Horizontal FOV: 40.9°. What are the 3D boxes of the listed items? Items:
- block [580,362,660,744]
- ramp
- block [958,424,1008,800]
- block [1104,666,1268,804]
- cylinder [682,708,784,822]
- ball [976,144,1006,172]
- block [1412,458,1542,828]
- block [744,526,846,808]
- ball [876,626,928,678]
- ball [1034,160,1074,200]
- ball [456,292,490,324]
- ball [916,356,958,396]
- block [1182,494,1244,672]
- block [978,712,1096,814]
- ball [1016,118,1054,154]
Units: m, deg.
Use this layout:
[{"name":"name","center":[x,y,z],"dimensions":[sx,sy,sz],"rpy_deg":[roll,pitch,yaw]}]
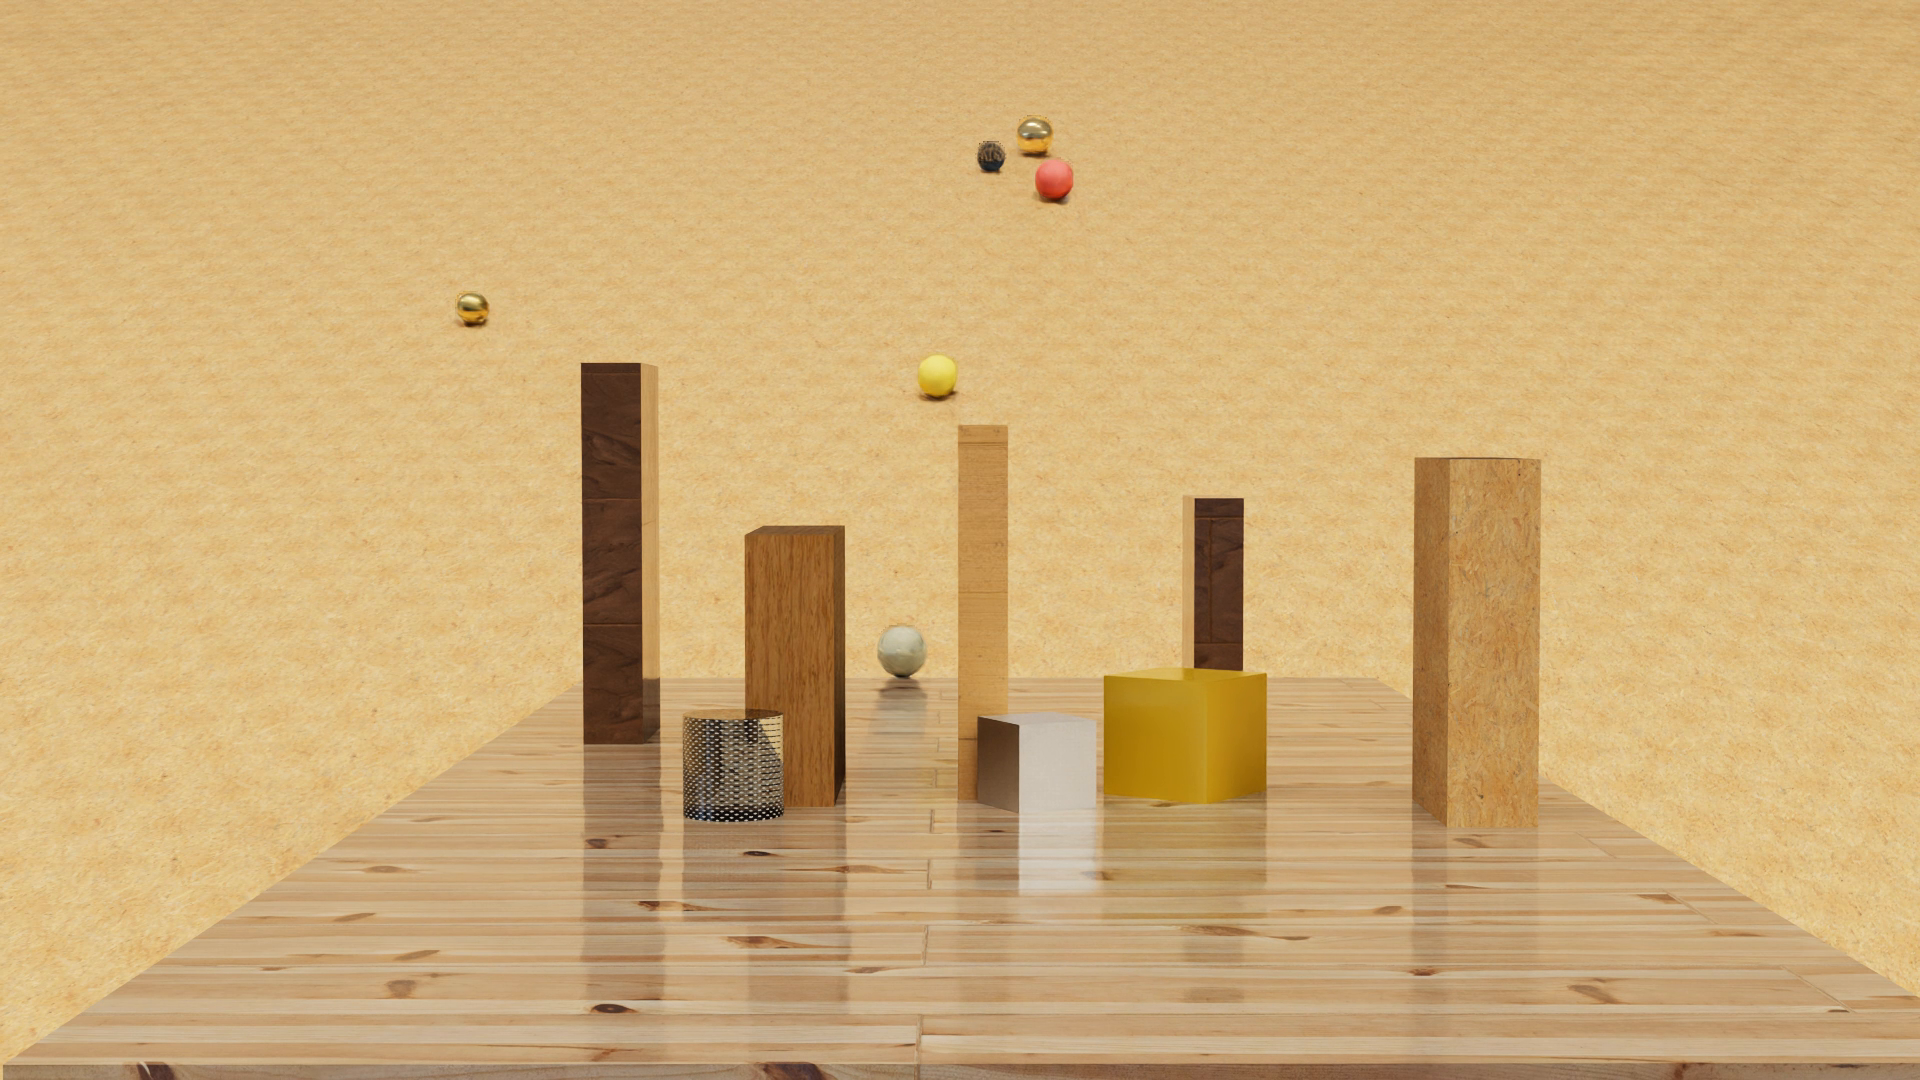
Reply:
[{"name":"block","center":[-0.692,0.022,5.268],"dimensions":[0.119,0.761,0.300],"rpy_deg":[0,2,0]},{"name":"ramp","center":[0.053,0.483,4.539],"dimensions":[2.000,0.100,4.000],"rpy_deg":[0,2,0]},{"name":"block","center":[0.039,0.114,4.565],"dimensions":[0.084,0.635,0.444],"rpy_deg":[0,2,0]},{"name":"block","center":[0.390,0.334,4.448],"dimensions":[0.205,0.205,0.205],"rpy_deg":[2,3,36]},{"name":"cylinder","center":[-0.369,0.365,4.193],"dimensions":[0.164,0.164,0.164],"rpy_deg":[0,2,0]},{"name":"ball","center":[0.137,-1.692,11.389],"dimensions":[0.126,0.126,0.126],"rpy_deg":[0,23,0]},{"name":"block","center":[0.839,0.157,4.198],"dimensions":[0.143,0.579,0.311],"rpy_deg":[0,2,0]},{"name":"block","center":[-0.283,0.209,4.487],"dimensions":[0.148,0.453,0.437],"rpy_deg":[0,2,0]},{"name":"ball","center":[-0.147,0.284,6.540],"dimensions":[0.131,0.131,0.131],"rpy_deg":[0,23,0]},{"name":"ball","center":[0.401,-1.536,10.968],"dimensions":[0.169,0.169,0.169],"rpy_deg":[0,23,0]},{"name":"ball","center":[-1.784,-0.849,9.426],"dimensions":[0.117,0.117,0.117],"rpy_deg":[0,23,0]},{"name":"ball","center":[-0.076,-0.555,8.707],"dimensions":[0.141,0.141,0.141],"rpy_deg":[0,23,0]},{"name":"block","center":[0.512,0.157,5.232],"dimensions":[0.098,0.492,0.264],"rpy_deg":[0,2,0]},{"name":"block","center":[0.127,0.370,4.295],"dimensions":[0.146,0.146,0.146],"rpy_deg":[-1,3,-28]},{"name":"ball","center":[0.339,-1.828,11.654],"dimensions":[0.168,0.168,0.168],"rpy_deg":[0,23,0]}]
